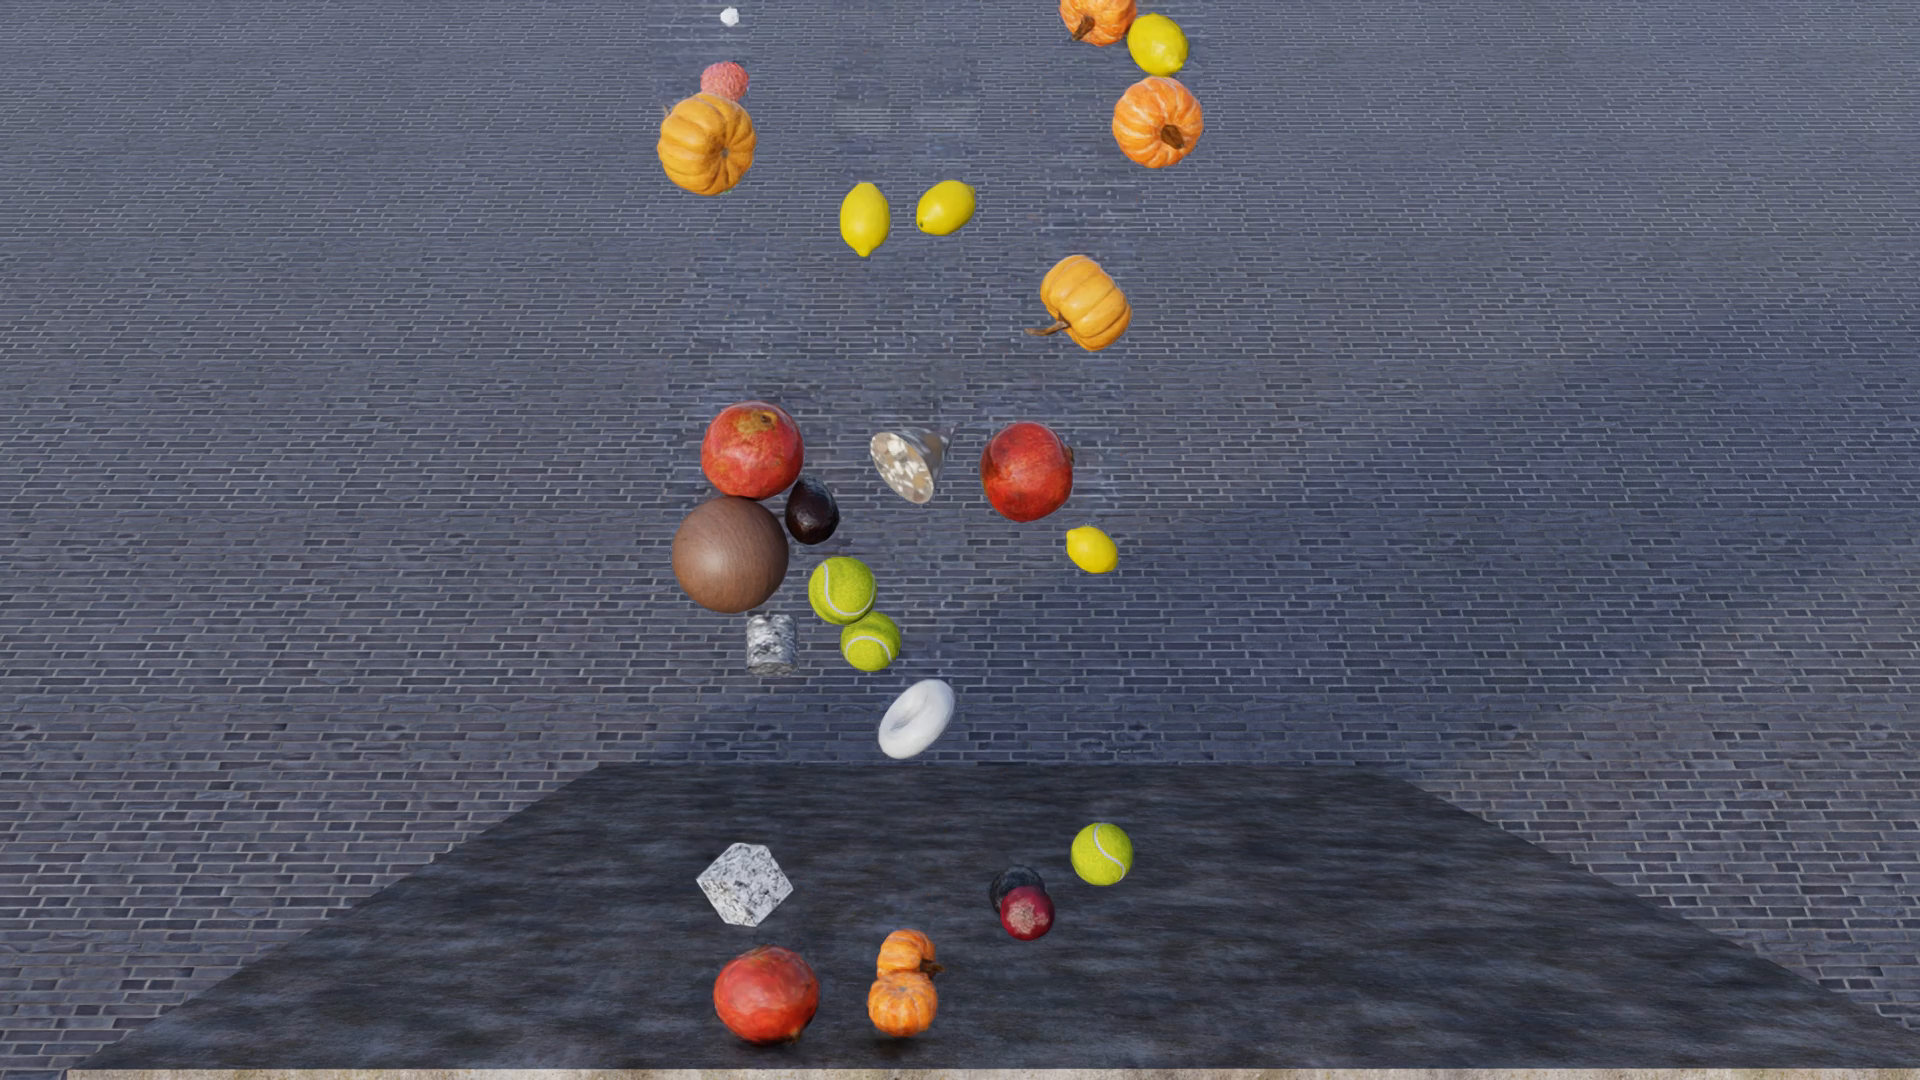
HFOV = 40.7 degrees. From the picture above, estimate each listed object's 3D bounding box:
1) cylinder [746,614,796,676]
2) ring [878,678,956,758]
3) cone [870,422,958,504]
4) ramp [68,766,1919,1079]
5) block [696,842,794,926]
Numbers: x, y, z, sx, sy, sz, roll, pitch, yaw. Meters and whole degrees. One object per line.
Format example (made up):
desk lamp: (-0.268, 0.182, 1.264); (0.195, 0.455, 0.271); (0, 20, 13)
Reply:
cylinder: (-0.212, 0.118, 2.920); (0.056, 0.056, 0.056); (-1, 71, -2)
ring: (-0.051, 0.210, 3.052); (0.110, 0.037, 0.110); (-38, 24, 20)
cone: (-0.033, -0.103, 2.822); (0.092, 0.092, 0.092); (26, 52, 35)
ramp: (0.070, 0.617, 4.695); (2.000, 0.100, 4.000); (0, 0, 0)
block: (-0.242, 0.388, 2.917); (0.064, 0.064, 0.064); (-43, 23, -32)
